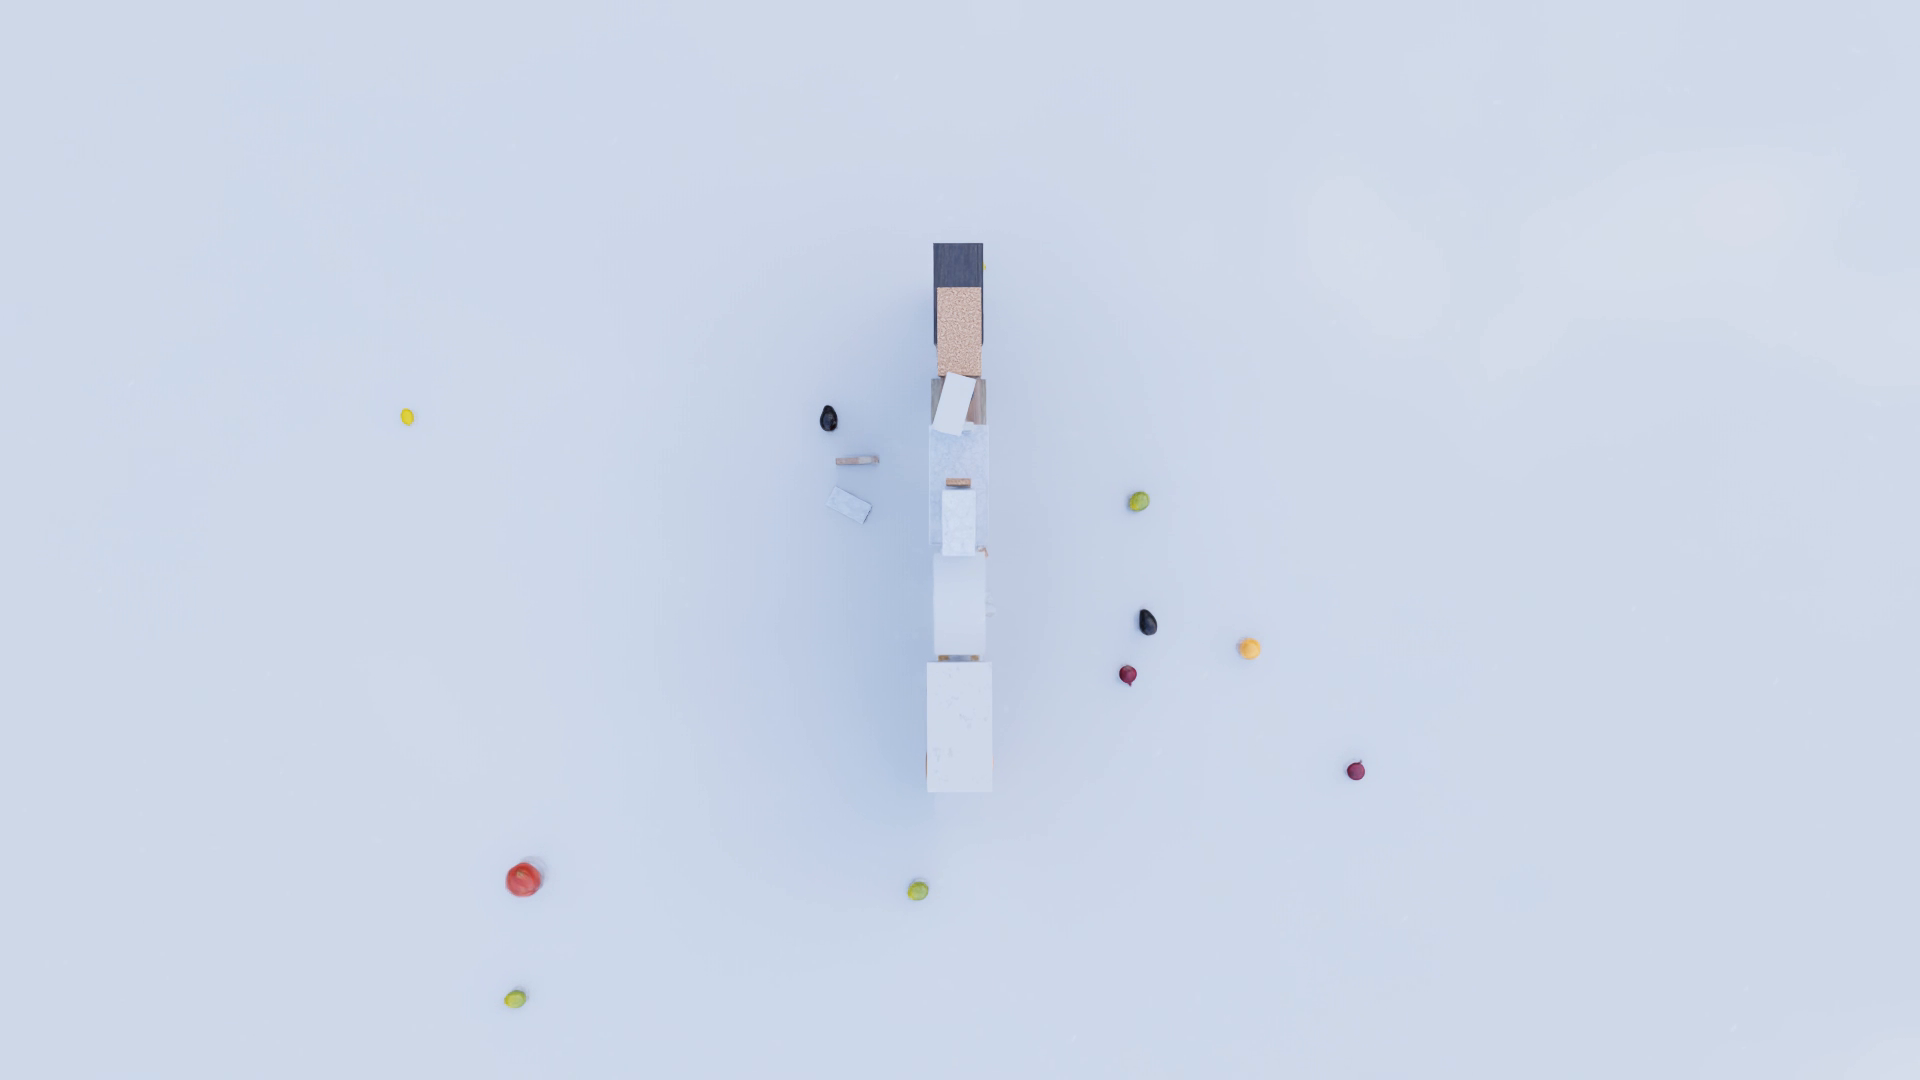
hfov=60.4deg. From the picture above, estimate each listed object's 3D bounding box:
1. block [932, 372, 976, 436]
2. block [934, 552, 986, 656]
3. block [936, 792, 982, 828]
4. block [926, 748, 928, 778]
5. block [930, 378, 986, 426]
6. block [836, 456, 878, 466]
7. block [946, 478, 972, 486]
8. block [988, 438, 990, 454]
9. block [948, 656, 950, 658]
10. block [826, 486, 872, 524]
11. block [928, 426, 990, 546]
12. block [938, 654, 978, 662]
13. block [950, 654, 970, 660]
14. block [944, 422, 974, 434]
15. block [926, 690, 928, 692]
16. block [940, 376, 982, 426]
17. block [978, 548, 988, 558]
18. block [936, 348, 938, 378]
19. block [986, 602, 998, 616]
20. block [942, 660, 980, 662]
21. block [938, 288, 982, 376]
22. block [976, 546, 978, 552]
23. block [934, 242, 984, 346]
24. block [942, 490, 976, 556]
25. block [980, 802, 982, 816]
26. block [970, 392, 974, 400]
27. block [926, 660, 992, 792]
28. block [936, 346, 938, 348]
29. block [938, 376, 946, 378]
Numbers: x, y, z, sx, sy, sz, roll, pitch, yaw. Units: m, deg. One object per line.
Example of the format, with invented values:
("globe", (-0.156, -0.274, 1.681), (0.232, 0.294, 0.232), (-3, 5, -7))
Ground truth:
("block", (-0.017, -0.373, 4.540), (0.081, 0.023, 0.163), (16, 90, 0))
("block", (-0.002, 0.177, 4.623), (0.144, 0.041, 0.288), (0, 89, 0))
("block", (-0.008, 0.734, 5.012), (0.136, 0.039, 0.272), (-2, 90, 0))
("block", (-0.007, 0.635, 4.789), (0.179, 0.409, 0.051), (-1, 90, 0))
("block", (-0.004, -0.327, 5.132), (0.172, 0.049, 0.344), (0, 90, 0))
("block", (-0.340, -0.262, 5.465), (0.140, 0.070, 0.020), (-3, 90, 0))
("block", (-0.004, -0.163, 4.645), (0.070, 0.140, 0.020), (1, 91, 0))
("block", (-0.002, -0.272, 4.936), (0.172, 0.344, 0.049), (1, 90, 0))
("block", (-0.002, 0.345, 5.100), (0.065, 0.130, 0.018), (0, 98, 0))
("block", (-0.369, -0.116, 5.490), (0.139, 0.020, 0.070), (28, 90, 0))
("block", (-0.003, -0.157, 4.739), (0.172, 0.049, 0.344), (0, 90, 0))
("block", (-0.003, 0.487, 5.225), (0.128, 0.036, 0.257), (-1, 90, 0))
("block", (0.002, 0.307, 5.025), (0.065, 0.018, 0.130), (1, 89, 0))
("block", (-0.003, -0.314, 4.633), (0.081, 0.163, 0.023), (0, 90, 0))
("block", (-0.004, 0.398, 4.764), (0.179, 0.358, 0.051), (1, 90, 0))
("block", (0.002, -0.453, 4.853), (0.119, 0.034, 0.238), (0, 90, 0))
("block", (0.035, 0.055, 5.063), (0.102, 0.203, 0.029), (-21, 90, 0))
("block", (-0.004, -0.648, 5.191), (0.144, 0.041, 0.289), (0, 90, 0))
("block", (0.062, 0.213, 5.062), (0.102, 0.203, 0.029), (1, 84, 0))
("block", (0.003, 0.476, 4.959), (0.116, 0.033, 0.231), (0, 90, 0))
("block", (-0.001, -0.576, 4.574), (0.122, 0.034, 0.243), (0, 90, 0))
("block", (0.001, 0.108, 4.947), (0.102, 0.029, 0.203), (0, 90, 0))
("block", (-0.005, -0.723, 4.855), (0.147, 0.042, 0.294), (0, 90, 0))
("block", (-0.003, -0.047, 4.523), (0.090, 0.025, 0.179), (0, 90, 0))
("block", (-0.003, 0.826, 5.266), (0.136, 0.468, 0.039), (0, 90, 0))
("block", (-0.002, -0.423, 4.694), (0.081, 0.284, 0.023), (0, 90, 0))
("block", (-0.001, 0.516, 4.559), (0.179, 0.051, 0.358), (0, 90, 0))
("block", (-0.004, -0.626, 5.023), (0.147, 0.294, 0.042), (0, 90, 0))
("block", (-0.002, -0.495, 4.714), (0.121, 0.245, 0.034), (0, 90, 0))
